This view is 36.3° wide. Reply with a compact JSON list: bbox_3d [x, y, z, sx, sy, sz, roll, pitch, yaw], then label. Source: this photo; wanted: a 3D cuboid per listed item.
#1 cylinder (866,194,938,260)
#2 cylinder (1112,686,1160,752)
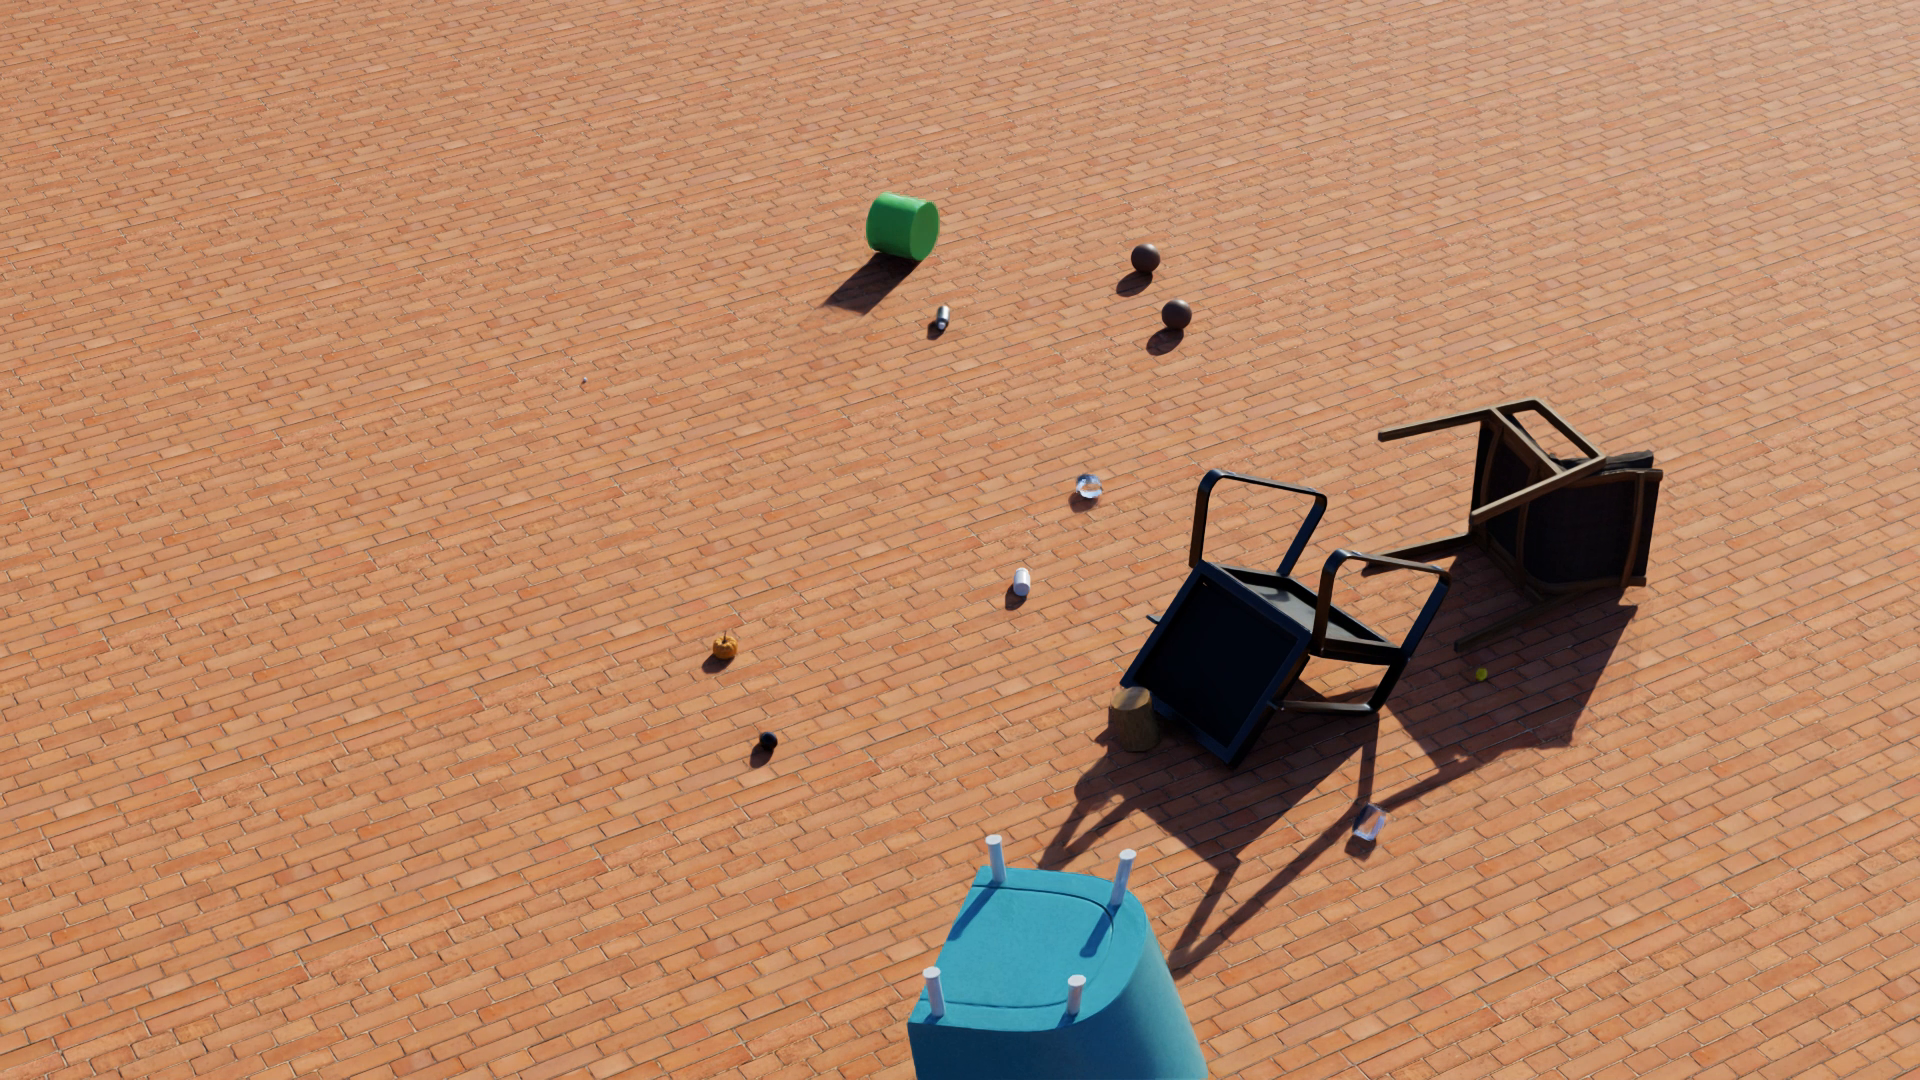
[{"bbox_3d":[-0.250,-1.364,12.770,0.211,0.255,0.290,16,-2,22],"label":"cylinder"},{"bbox_3d":[0.593,0.601,9.855,0.133,0.165,0.143,-12,27,7],"label":"cylinder"}]
